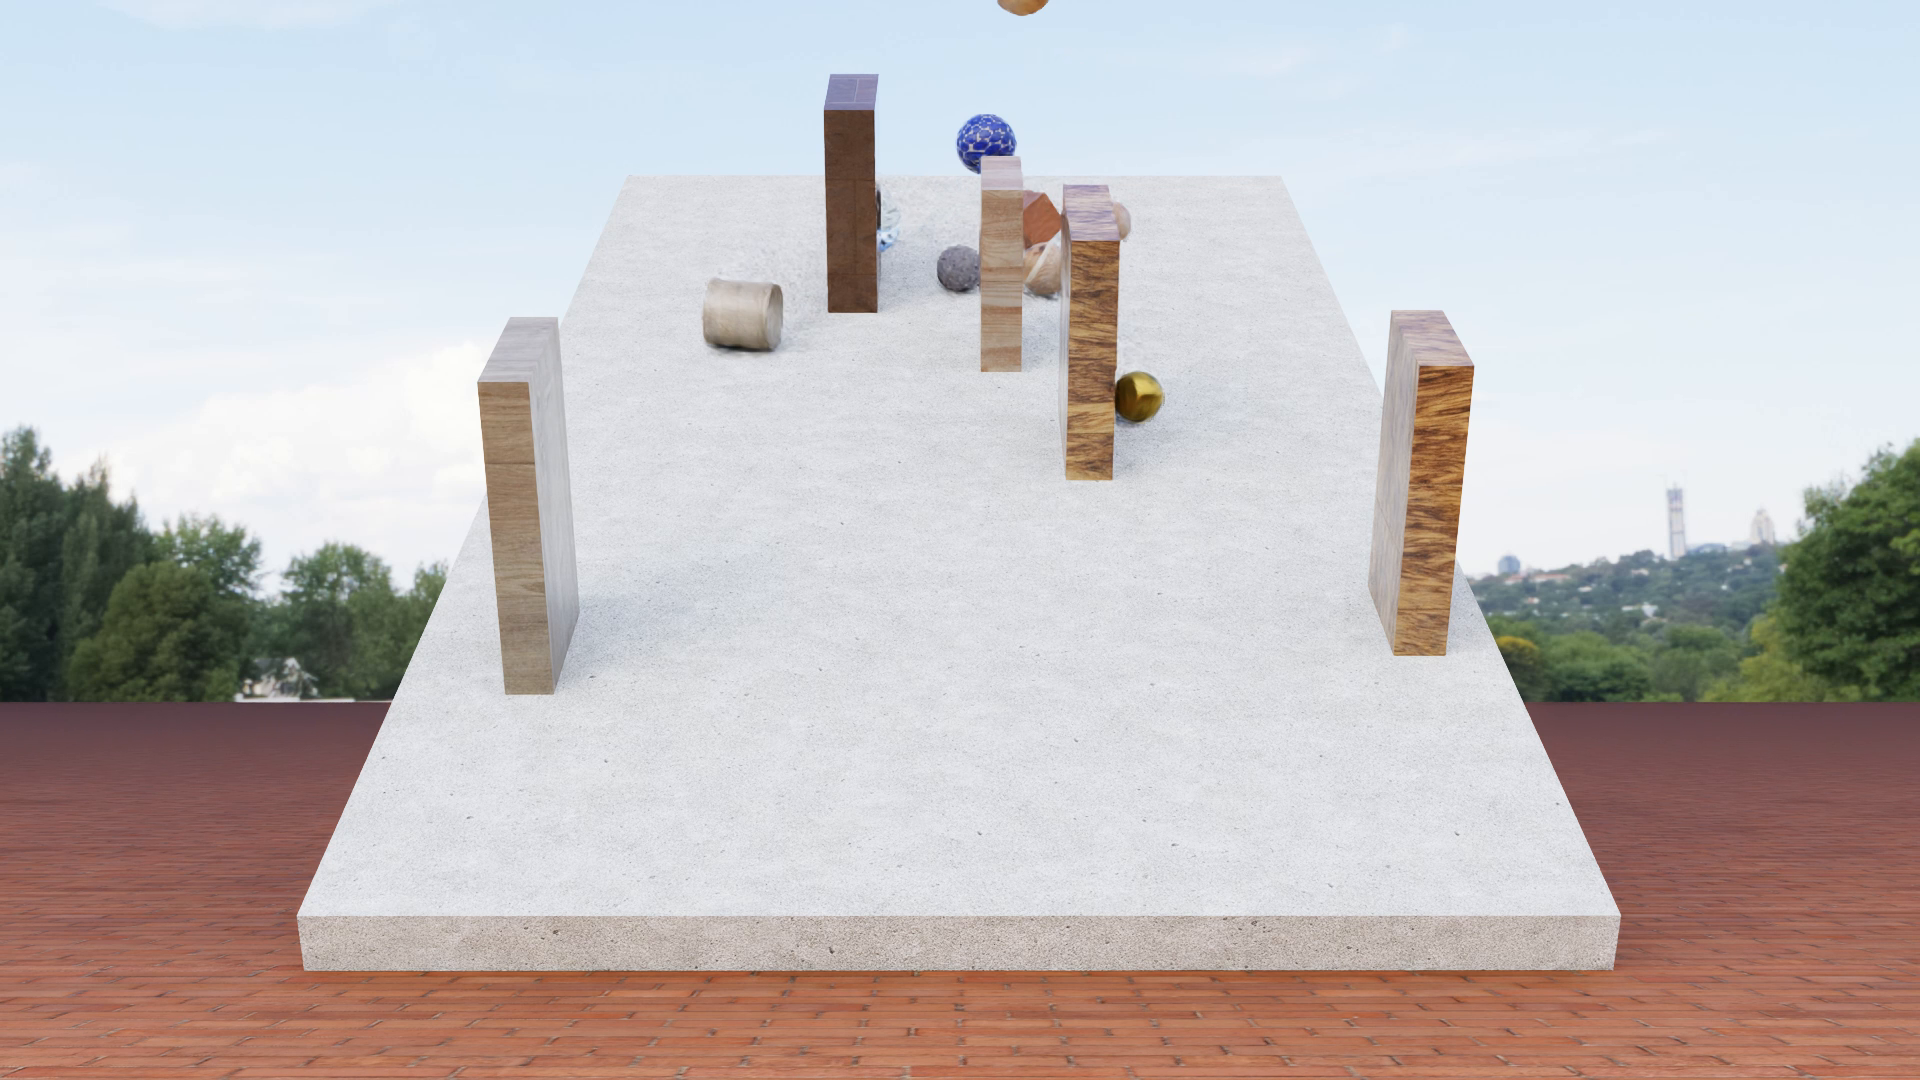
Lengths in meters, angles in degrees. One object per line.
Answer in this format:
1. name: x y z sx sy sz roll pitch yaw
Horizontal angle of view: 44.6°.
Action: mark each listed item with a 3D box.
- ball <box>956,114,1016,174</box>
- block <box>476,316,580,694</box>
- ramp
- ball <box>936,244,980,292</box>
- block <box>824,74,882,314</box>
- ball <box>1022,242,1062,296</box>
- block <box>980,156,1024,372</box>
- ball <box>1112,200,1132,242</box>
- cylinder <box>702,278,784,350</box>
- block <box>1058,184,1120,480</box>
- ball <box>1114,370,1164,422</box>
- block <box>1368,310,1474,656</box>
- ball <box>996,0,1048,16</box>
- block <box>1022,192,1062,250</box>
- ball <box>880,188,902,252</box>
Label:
1. ball: 0.075 -1.137 6.724 0.175 0.175 0.175 0 -4 0
2. block: -0.765 -0.063 4.181 0.086 0.595 0.325 0 25 0
3. ramp: -0.009 -0.229 5.368 2.000 0.100 4.000 0 25 0
4. ball: -0.002 -0.714 6.148 0.122 0.122 0.122 0 -4 0
5. block: -0.276 -0.902 6.068 0.127 0.530 0.373 0 25 0
6. ball: 0.224 -0.710 6.123 0.138 0.138 0.138 0 -4 0
7. block: 0.098 -0.670 5.665 0.098 0.451 0.292 0 25 0
8. ball: 0.416 -0.883 6.513 0.123 0.123 0.123 0 -4 0
9. cylinder: -0.533 -0.555 5.751 0.162 0.162 0.162 5 -3 9
10. block: 0.278 -0.457 5.105 0.101 0.537 0.408 0 25 0
11. ball: 0.404 -0.327 5.324 0.116 0.116 0.116 0 -4 0
12. block: 0.845 -0.106 4.314 0.096 0.569 0.292 0 25 0
13. ball: 0.187 -1.668 7.014 0.189 0.189 0.189 0 -4 0
14. block: 0.192 -0.869 6.368 0.113 0.113 0.113 -45 26 -17
15. ball: -0.255 -0.873 6.393 0.193 0.193 0.193 0 -4 0
